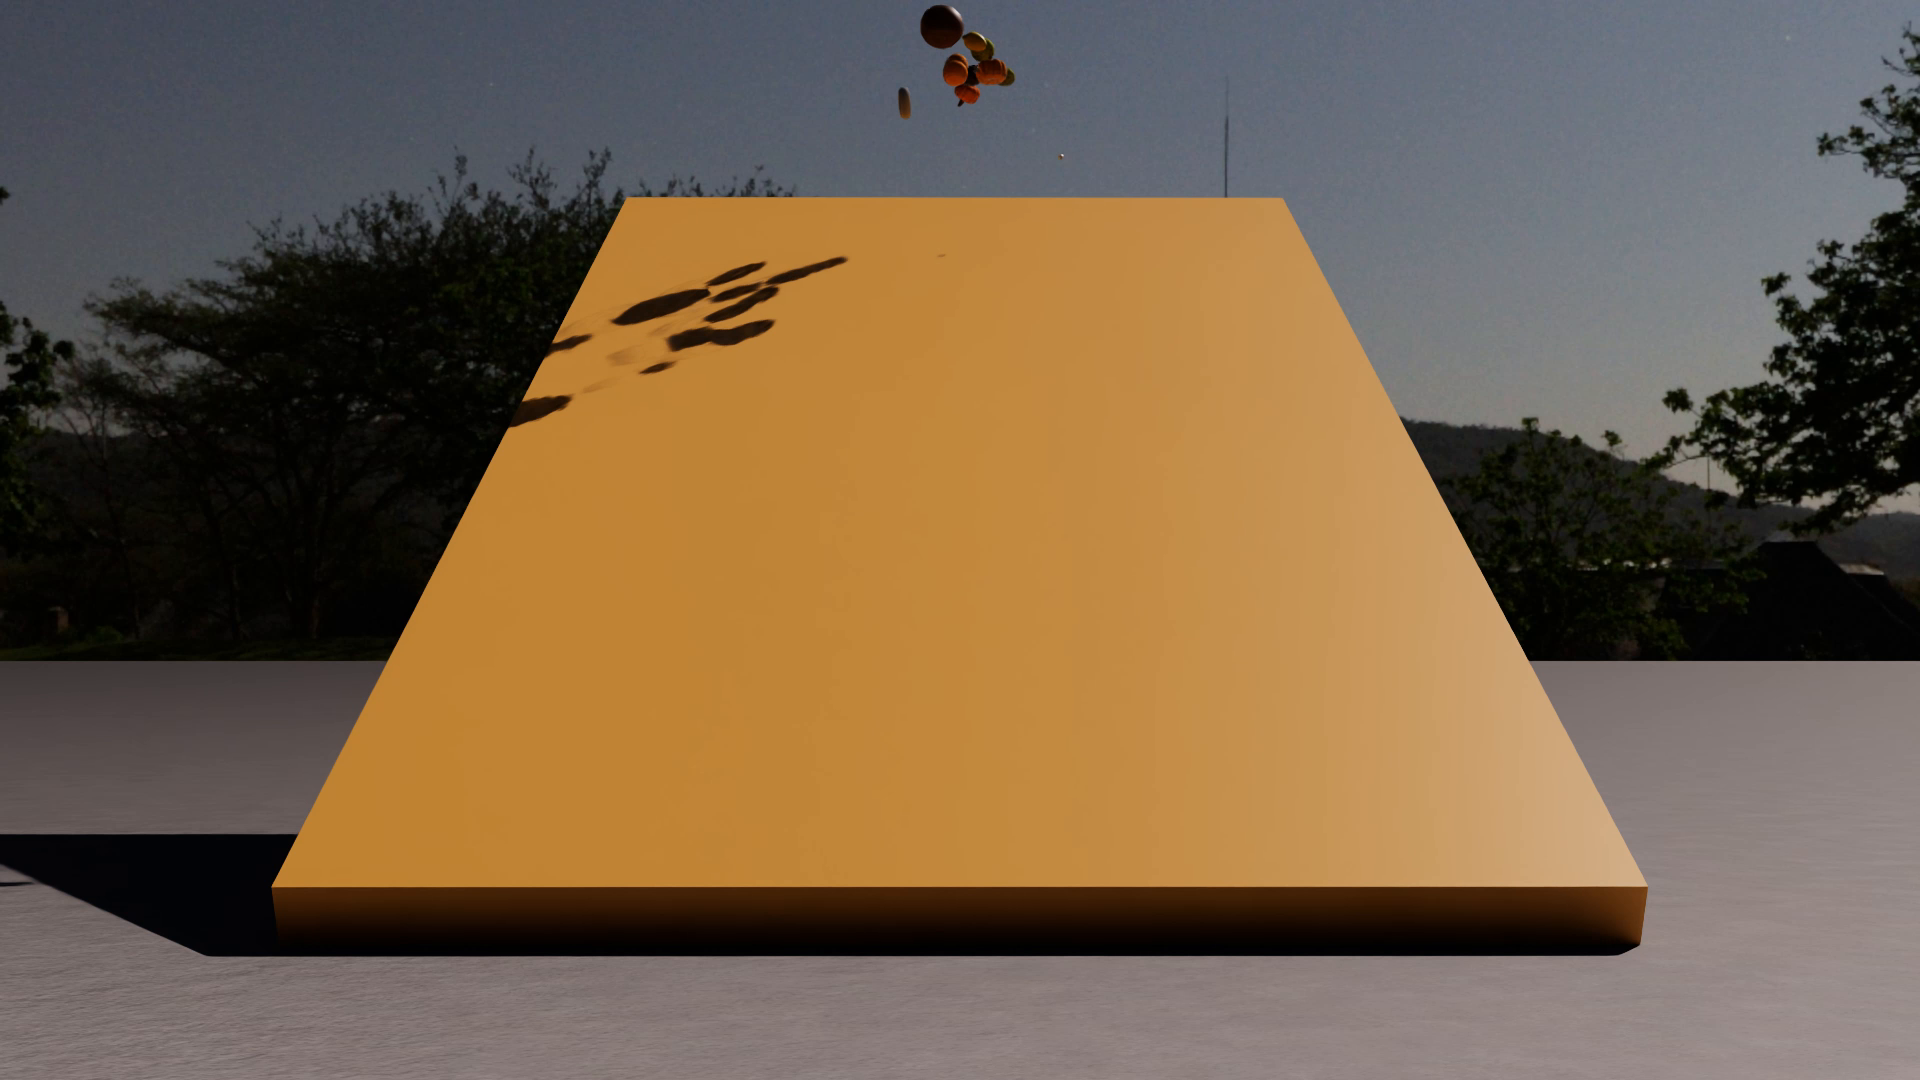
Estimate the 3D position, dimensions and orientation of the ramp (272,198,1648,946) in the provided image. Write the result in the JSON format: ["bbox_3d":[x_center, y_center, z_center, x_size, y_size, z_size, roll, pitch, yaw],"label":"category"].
[{"bbox_3d":[-0.007,-0.224,5.216,2.000,0.100,4.000,0,23,0],"label":"ramp"}]
